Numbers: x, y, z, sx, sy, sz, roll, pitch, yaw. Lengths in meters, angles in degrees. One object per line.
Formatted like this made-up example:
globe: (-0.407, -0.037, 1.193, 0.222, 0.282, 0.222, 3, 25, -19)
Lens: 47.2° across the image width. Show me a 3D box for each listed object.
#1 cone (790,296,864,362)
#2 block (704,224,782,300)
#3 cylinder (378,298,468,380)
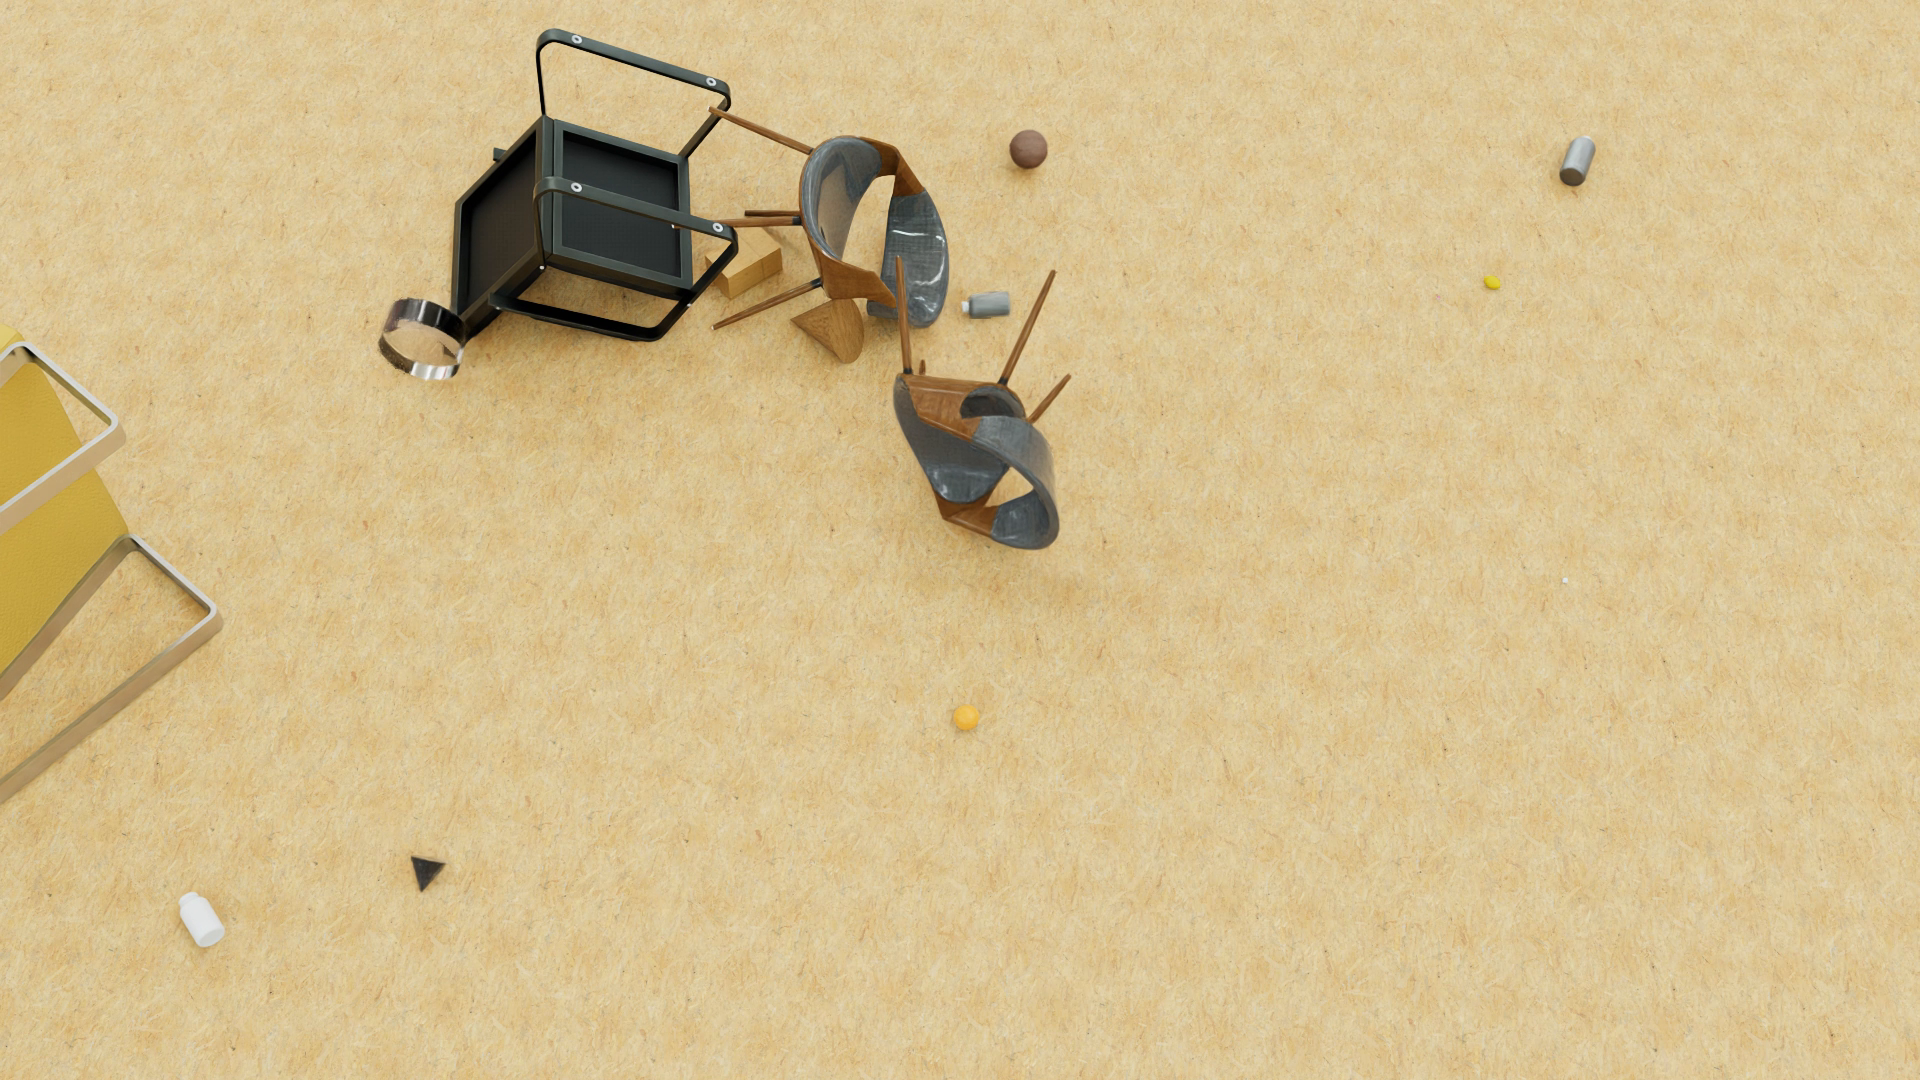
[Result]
cone: (-0.451, -0.684, 6.971, 0.249, 0.228, 0.153, 13, 40, 38)
block: (-0.698, -0.898, 7.109, 0.209, 0.112, 0.129, -34, 62, -21)
cylinder: (-1.670, -0.624, 6.847, 0.260, 0.222, 0.127, 33, 49, -33)
